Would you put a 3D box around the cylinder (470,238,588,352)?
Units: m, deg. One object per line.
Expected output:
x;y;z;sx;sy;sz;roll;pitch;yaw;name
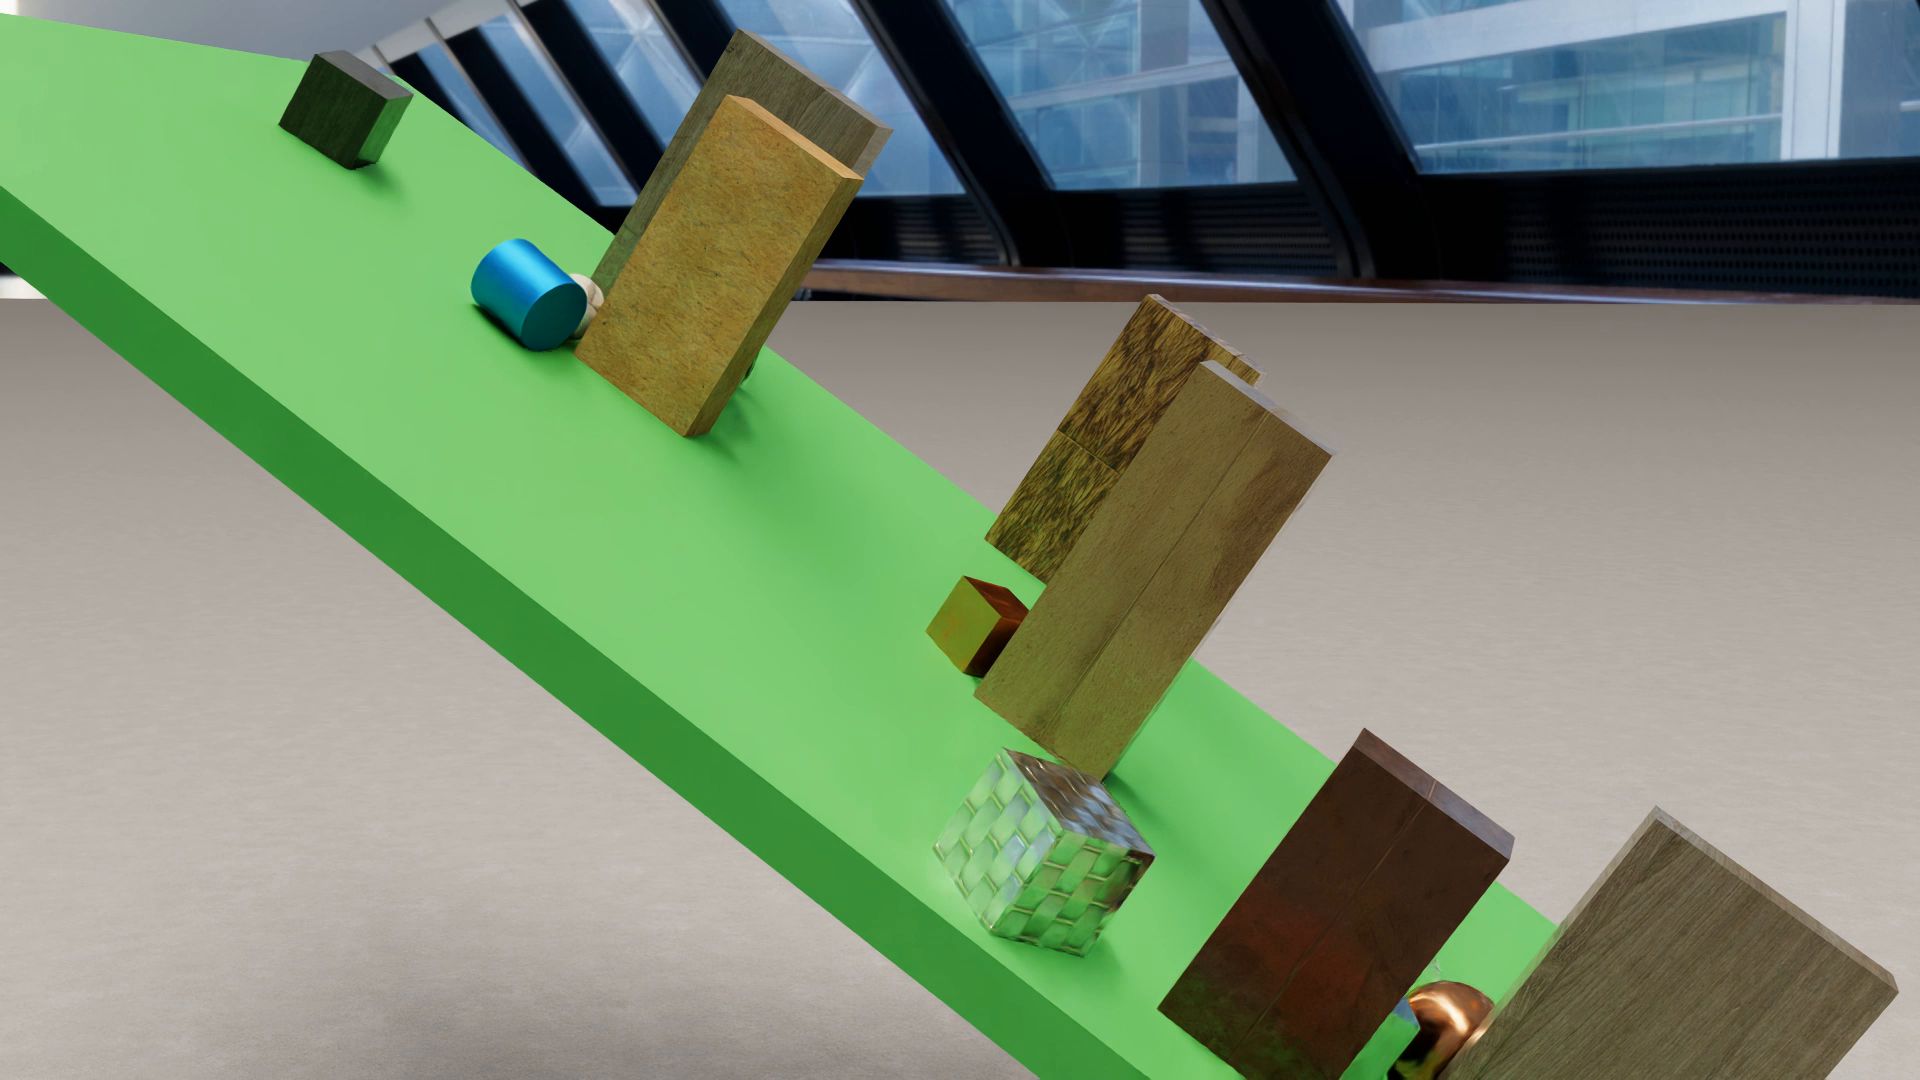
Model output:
-0.817;-0.464;4.169;0.155;0.155;0.155;41;26;24;cylinder

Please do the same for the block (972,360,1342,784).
0.341;0.060;3.851;0.274;0.717;0.131;36;15;10;block

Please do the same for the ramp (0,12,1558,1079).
-0.110;0.190;4.091;4.000;0.100;2.000;36;15;10;ramp

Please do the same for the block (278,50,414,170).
-1.262;-0.886;4.524;0.169;0.169;0.169;32;15;-5;block

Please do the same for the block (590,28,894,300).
-0.472;-0.701;4.661;0.371;0.645;0.103;36;15;10;block

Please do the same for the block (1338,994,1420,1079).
0.583;0.730;3.369;0.151;0.151;0.151;30;16;-14;block

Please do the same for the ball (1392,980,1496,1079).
0.771;0.794;3.478;0.192;0.192;0.192;0;7;0;ball

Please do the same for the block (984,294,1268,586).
0.356;-0.181;4.761;0.295;0.643;0.109;36;15;10;block

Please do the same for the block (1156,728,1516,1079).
0.540;0.554;3.174;0.263;0.492;0.133;36;15;10;block

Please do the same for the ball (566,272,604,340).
-0.760;-0.456;4.301;0.132;0.132;0.132;0;7;0;ball

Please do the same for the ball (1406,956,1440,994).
0.724;0.729;3.663;0.151;0.151;0.151;0;7;0;ball

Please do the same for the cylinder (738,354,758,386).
-0.533;-0.434;4.505;0.205;0.205;0.205;-2;37;-16;cylinder

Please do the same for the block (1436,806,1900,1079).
1.006;0.762;3.243;0.403;0.620;0.085;36;15;10;block

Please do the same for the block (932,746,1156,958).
0.120;0.454;3.194;0.193;0.193;0.193;21;19;-38;block

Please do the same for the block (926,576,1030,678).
0.047;0.166;4.046;0.130;0.130;0.130;17;22;-46;block

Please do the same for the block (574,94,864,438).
-0.467;-0.523;4.230;0.280;0.591;0.121;36;15;10;block
